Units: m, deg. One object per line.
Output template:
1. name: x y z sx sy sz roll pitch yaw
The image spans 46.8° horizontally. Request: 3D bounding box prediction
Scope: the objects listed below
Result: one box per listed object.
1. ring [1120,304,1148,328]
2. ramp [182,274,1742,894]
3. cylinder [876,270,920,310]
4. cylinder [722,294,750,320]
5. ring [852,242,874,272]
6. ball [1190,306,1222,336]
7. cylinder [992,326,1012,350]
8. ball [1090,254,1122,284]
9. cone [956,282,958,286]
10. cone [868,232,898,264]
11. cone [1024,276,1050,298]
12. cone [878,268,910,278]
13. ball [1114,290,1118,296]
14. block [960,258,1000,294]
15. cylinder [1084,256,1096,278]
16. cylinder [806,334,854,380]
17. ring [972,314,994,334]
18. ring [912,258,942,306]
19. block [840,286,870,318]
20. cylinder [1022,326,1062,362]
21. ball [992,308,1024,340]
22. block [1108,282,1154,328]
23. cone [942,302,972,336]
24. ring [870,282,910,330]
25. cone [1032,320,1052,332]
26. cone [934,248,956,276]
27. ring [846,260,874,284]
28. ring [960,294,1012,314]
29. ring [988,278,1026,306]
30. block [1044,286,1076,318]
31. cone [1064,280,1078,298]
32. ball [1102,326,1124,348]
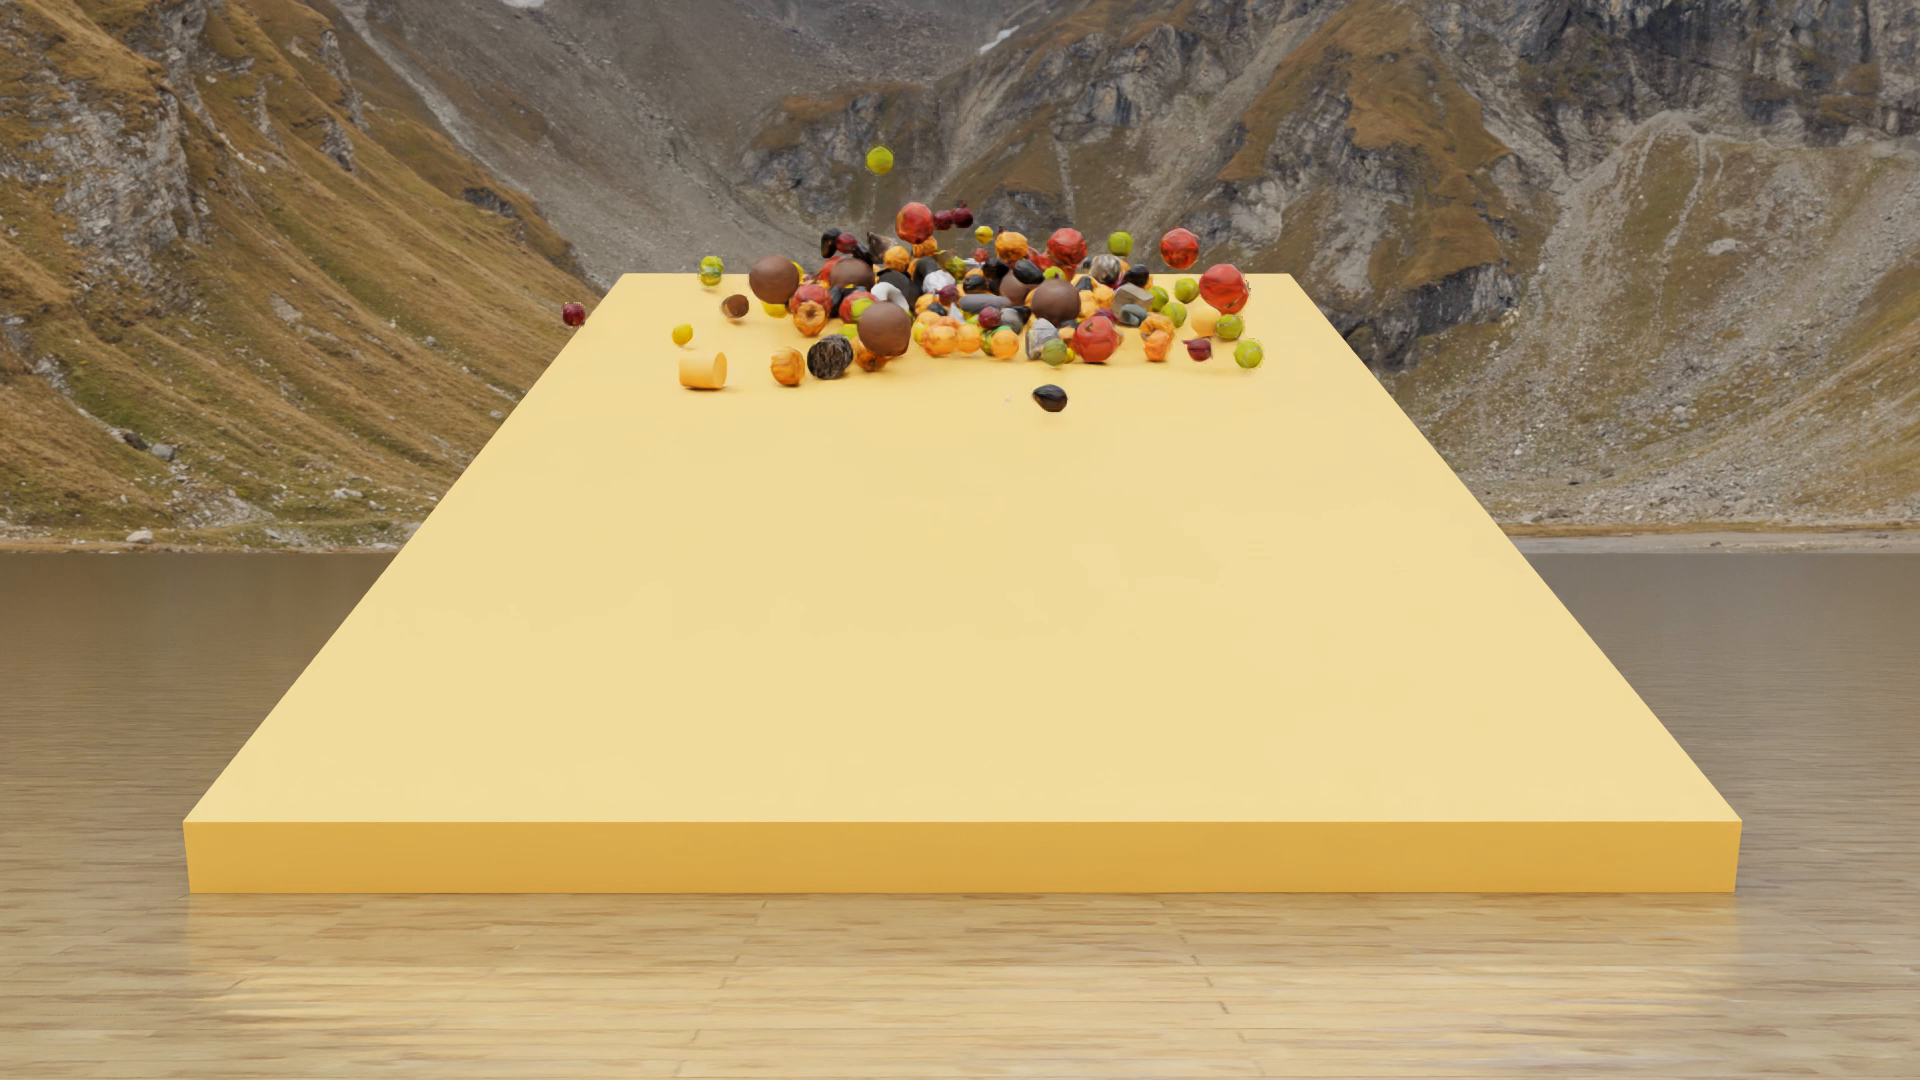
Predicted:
1. ring: 0.452 -0.580 5.744 0.079 0.026 0.079 24 -25 12
2. ramp: -0.003 -0.172 4.775 2.000 0.100 4.000 0 17 0
3. cylinder: -0.170 -0.673 6.035 0.099 0.099 0.099 0 -4 14
4. cylinder: -0.601 -0.625 5.945 0.062 0.062 0.062 0 1 -22
5. ring: -0.276 -0.798 6.260 0.031 0.094 0.094 -29 8 -14
6. ball: 0.640 -0.570 5.773 0.082 0.082 0.082 0 0 0
7. cylinder: 0.107 -0.515 5.647 0.051 0.051 0.051 0 17 0
8. ball: 0.409 -0.758 6.211 0.086 0.086 0.086 0 0 0
9. cone: -0.044 -0.716 6.158 0.058 0.058 0.058 -42 -5 -4
10. cone: -0.238 -0.837 6.227 0.091 0.091 0.091 0 -28 30
11. cone: 0.205 -0.712 6.327 0.074 0.074 0.074 0 -1 -41
12. cone: -0.185 -0.693 6.176 0.094 0.094 0.094 2 -17 1
13. ball: 0.454 -0.678 6.183 0.052 0.052 0.052 0 0 0
14. block: 0.058 -0.765 6.411 0.083 0.083 0.083 -11 21 -31
15. cylinder: 0.412 -0.809 6.589 0.066 0.066 0.066 3 2 42
16. cylinder: -0.311 -0.438 5.319 0.092 0.092 0.092 0 17 12
17. ring: 0.092 -0.570 5.818 0.122 0.041 0.122 -11 11 2
18. ring: -0.093 -0.716 6.159 0.047 0.141 0.141 10 -4 -24
19. block: -0.285 -0.645 6.033 0.066 0.066 0.066 -6 25 -17
20. cylinder: 0.205 -0.486 5.507 0.075 0.075 0.075 -18 5 -16
21. ball: 0.122 -0.555 5.720 0.085 0.085 0.085 0 0 0
22. block: 0.457 -0.627 5.921 0.081 0.081 0.081 30 26 14
23. cone: -0.013 -0.581 5.782 0.084 0.084 0.084 -9 12 2
24. ring: -0.186 -0.619 5.873 0.045 0.134 0.134 -28 -17 34
25. cone: 0.196 -0.520 5.693 0.075 0.075 0.075 0 -12 -31
26. cone: -0.031 -0.779 6.279 0.069 0.069 0.069 -20 -1 0
27. ring: -0.294 -0.788 6.504 0.083 0.083 0.028 0 -10 8
28. ring: 0.066 -0.619 5.834 0.139 0.046 0.139 1 4 0
29. ring: 0.132 -0.693 6.183 0.120 0.040 0.120 27 -4 2
30. block: 0.272 -0.646 6.028 0.073 0.073 0.073 3 17 -5
31. cone: 0.300 -0.705 6.252 0.054 0.054 0.054 -10 12 2
32. ball: 0.390 -0.516 5.641 0.055 0.055 0.055 0 0 0
